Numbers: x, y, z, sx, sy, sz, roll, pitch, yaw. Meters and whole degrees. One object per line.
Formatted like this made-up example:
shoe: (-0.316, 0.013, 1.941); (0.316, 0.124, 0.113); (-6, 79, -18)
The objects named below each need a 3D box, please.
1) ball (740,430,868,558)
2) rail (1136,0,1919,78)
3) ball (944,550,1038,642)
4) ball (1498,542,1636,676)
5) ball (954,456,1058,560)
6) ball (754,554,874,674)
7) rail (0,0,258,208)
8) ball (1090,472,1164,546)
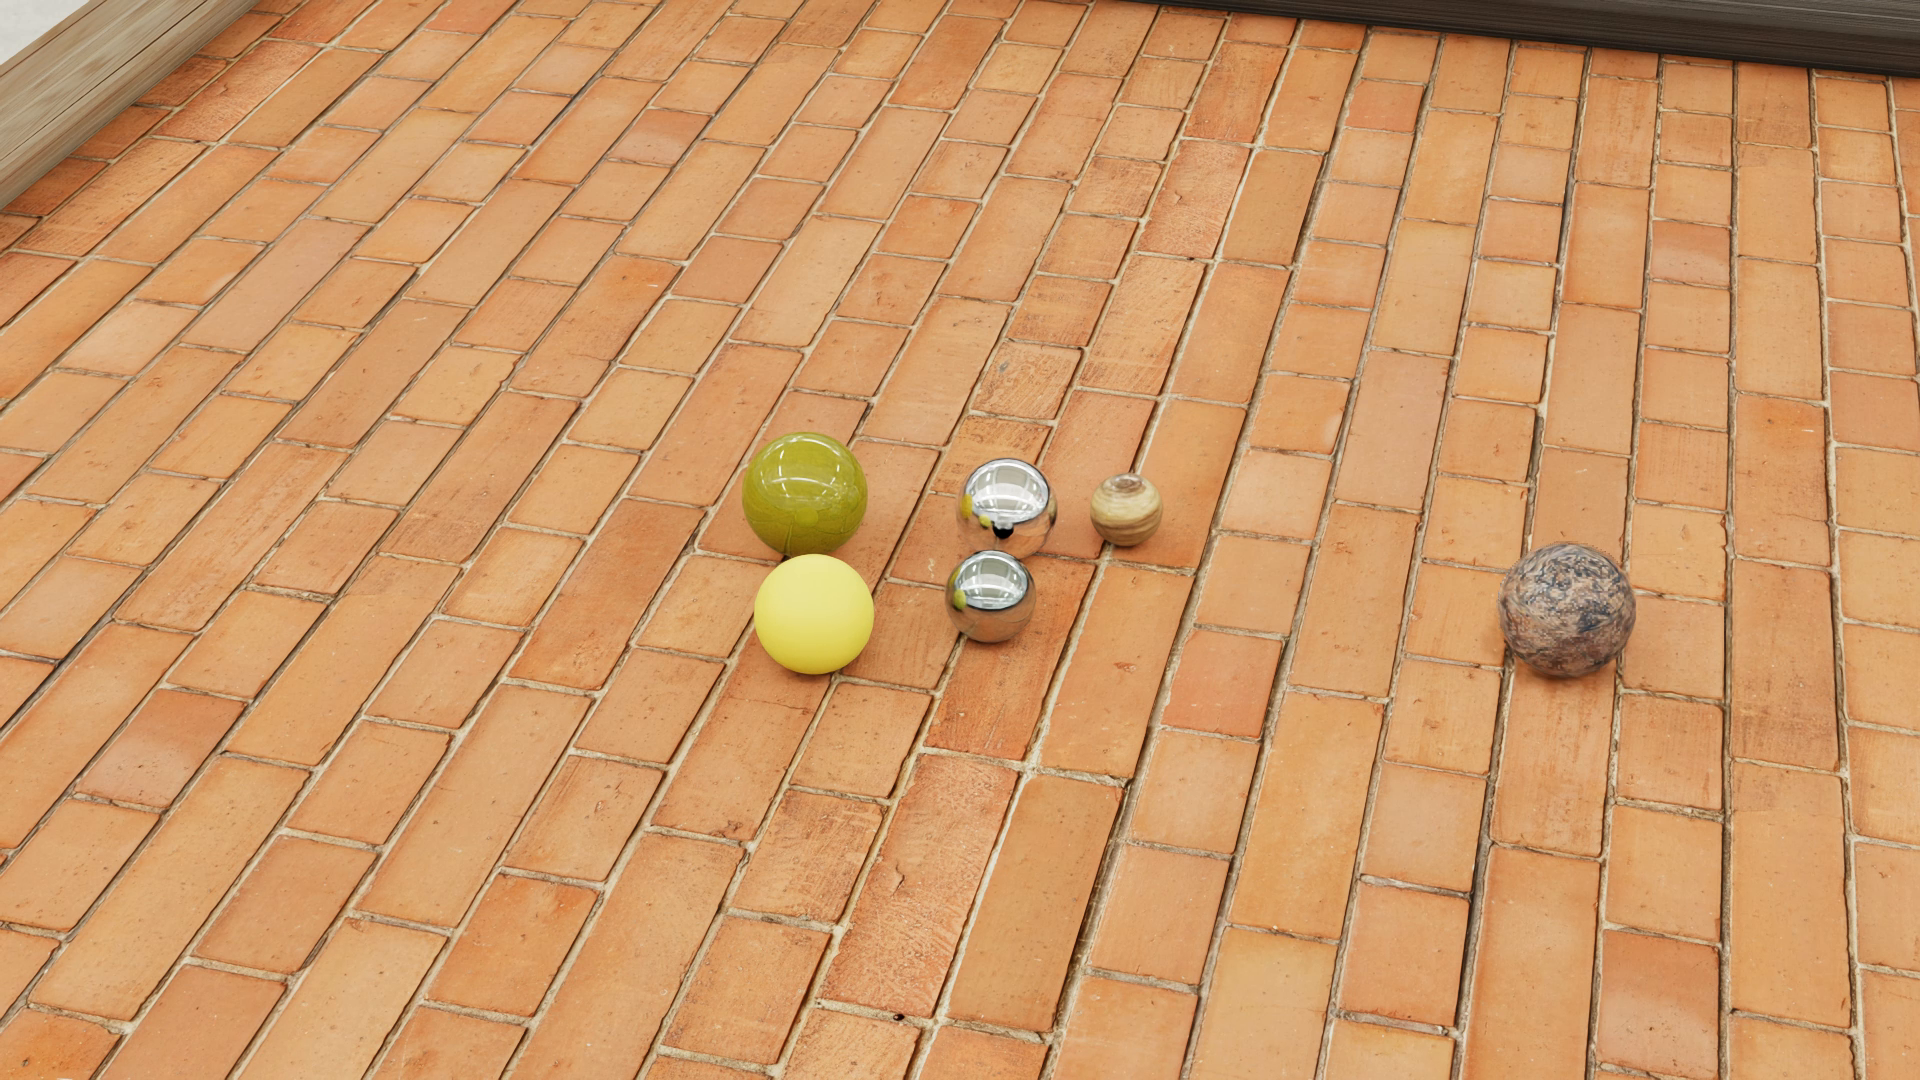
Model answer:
ball: (-0.117, -0.034, 1.930); (0.096, 0.096, 0.096); (0, 34, 0)
rail: (1.275, -0.482, 2.562); (4.130, 0.125, 0.045); (8, 35, 12)
ball: (0.022, 0.041, 1.846); (0.067, 0.067, 0.067); (0, 34, 0)
ball: (0.428, 0.049, 1.809); (0.094, 0.094, 0.094); (0, 34, 0)
ball: (0.035, -0.023, 1.930); (0.078, 0.078, 0.078); (0, 34, 0)
ball: (-0.103, 0.053, 1.812); (0.085, 0.085, 0.085); (0, 34, 0)
rail: (-0.977, -0.161, 2.090); (0.045, 0.125, 2.269); (8, 35, 12)
ball: (0.126, -0.023, 1.949); (0.056, 0.056, 0.056); (0, 34, 0)
